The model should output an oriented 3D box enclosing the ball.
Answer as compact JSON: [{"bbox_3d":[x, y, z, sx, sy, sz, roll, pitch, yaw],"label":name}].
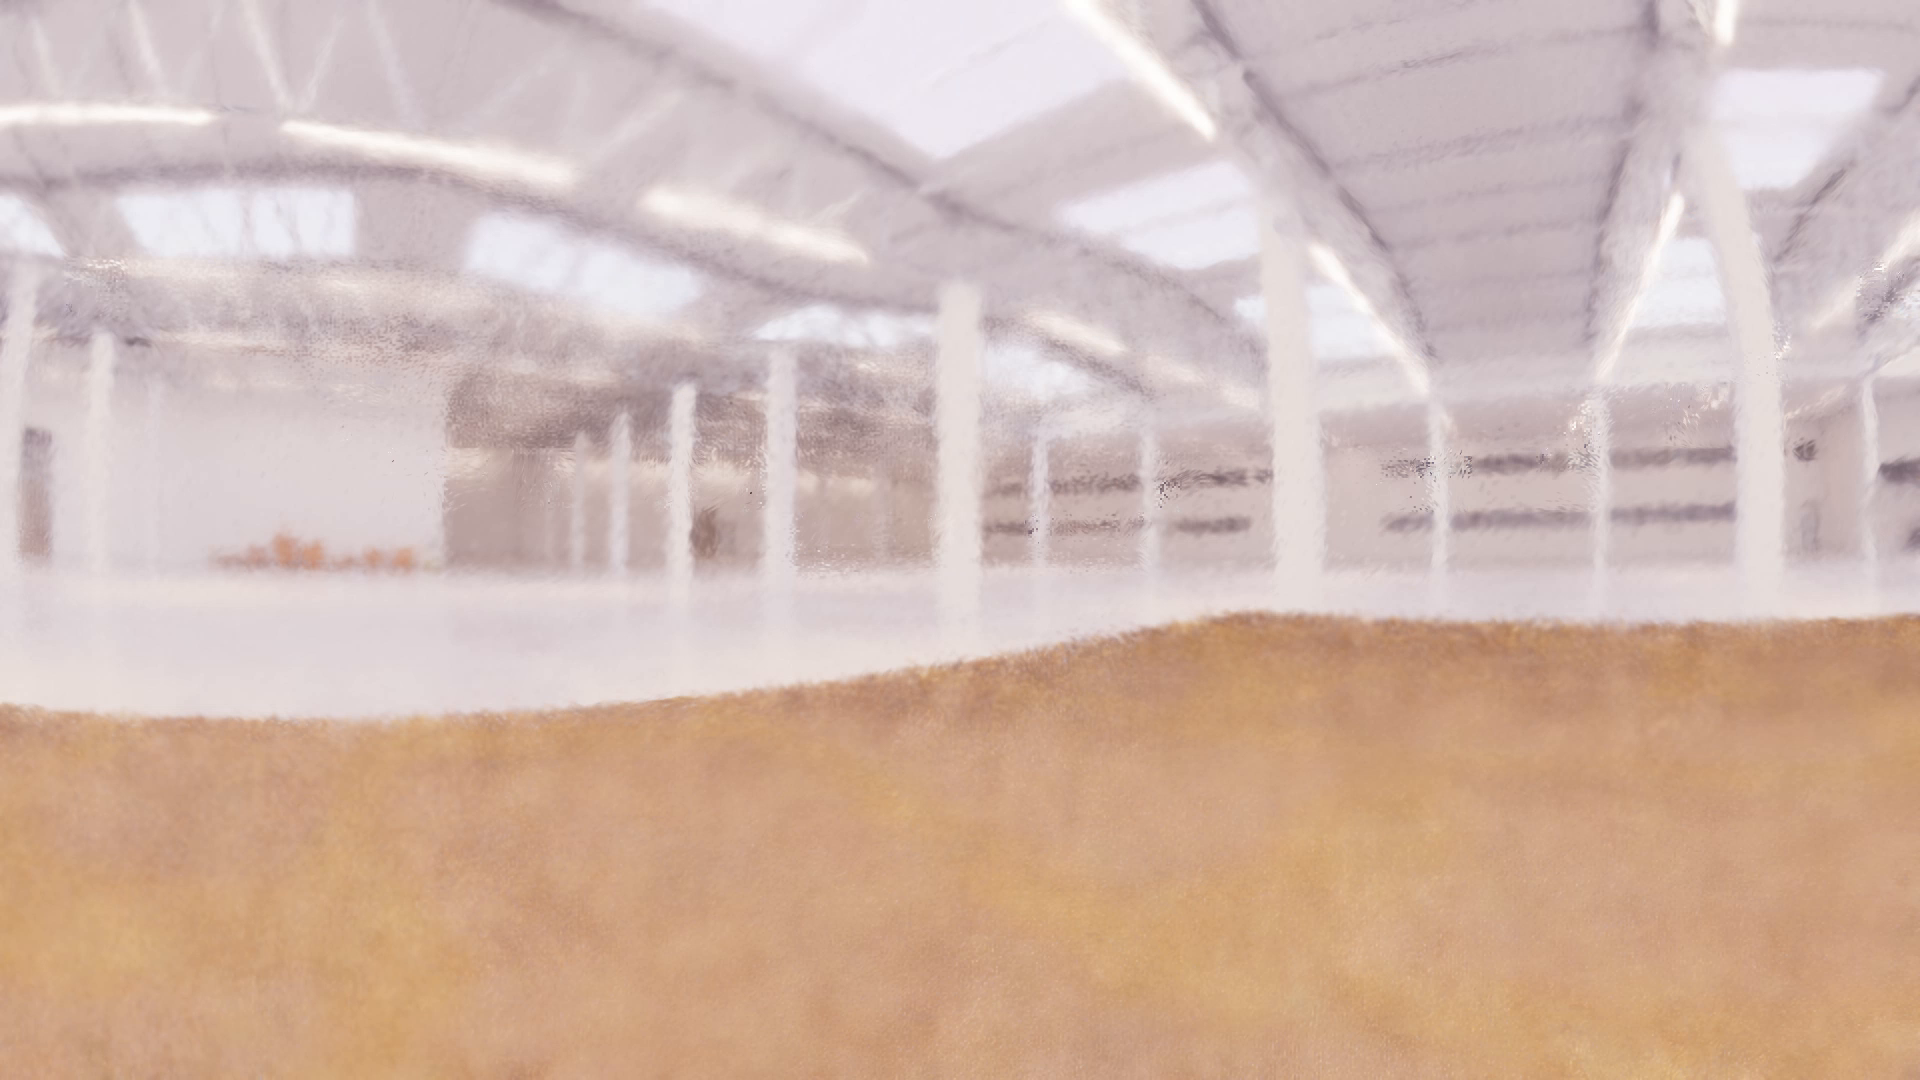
[{"bbox_3d":[0.000,-0.002,0.056,0.080,0.080,0.080,0,4,0],"label":"ball"}]
